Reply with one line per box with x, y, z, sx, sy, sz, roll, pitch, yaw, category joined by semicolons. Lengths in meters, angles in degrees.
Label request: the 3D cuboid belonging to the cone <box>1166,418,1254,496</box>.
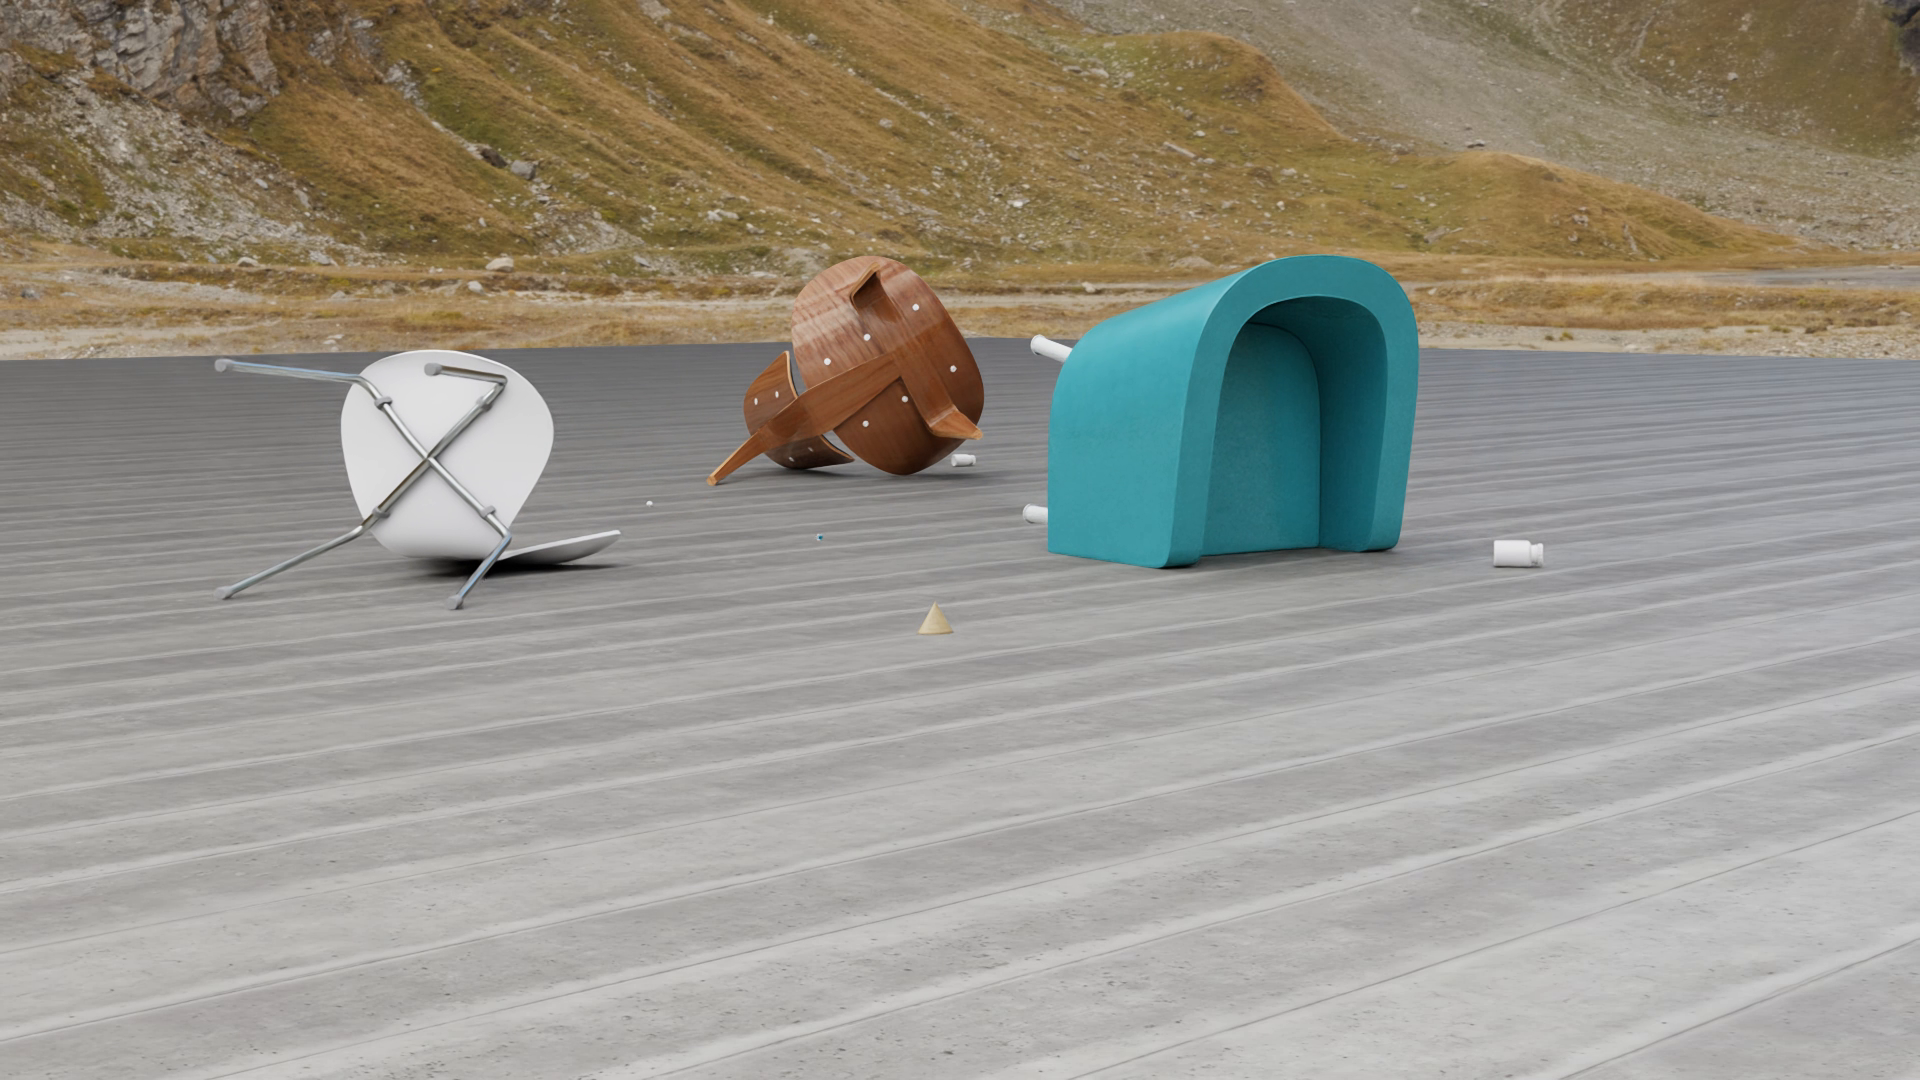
0.807;-0.195;7.722;0.219;0.273;0.314;34;-34;-26;cone

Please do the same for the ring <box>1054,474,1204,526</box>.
0.454;-0.107;6.909;0.375;0.113;0.463;-5;8;-32;ring

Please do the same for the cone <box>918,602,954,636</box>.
-0.046;0.143;4.737;0.074;0.060;0.042;-3;7;-26;cone
